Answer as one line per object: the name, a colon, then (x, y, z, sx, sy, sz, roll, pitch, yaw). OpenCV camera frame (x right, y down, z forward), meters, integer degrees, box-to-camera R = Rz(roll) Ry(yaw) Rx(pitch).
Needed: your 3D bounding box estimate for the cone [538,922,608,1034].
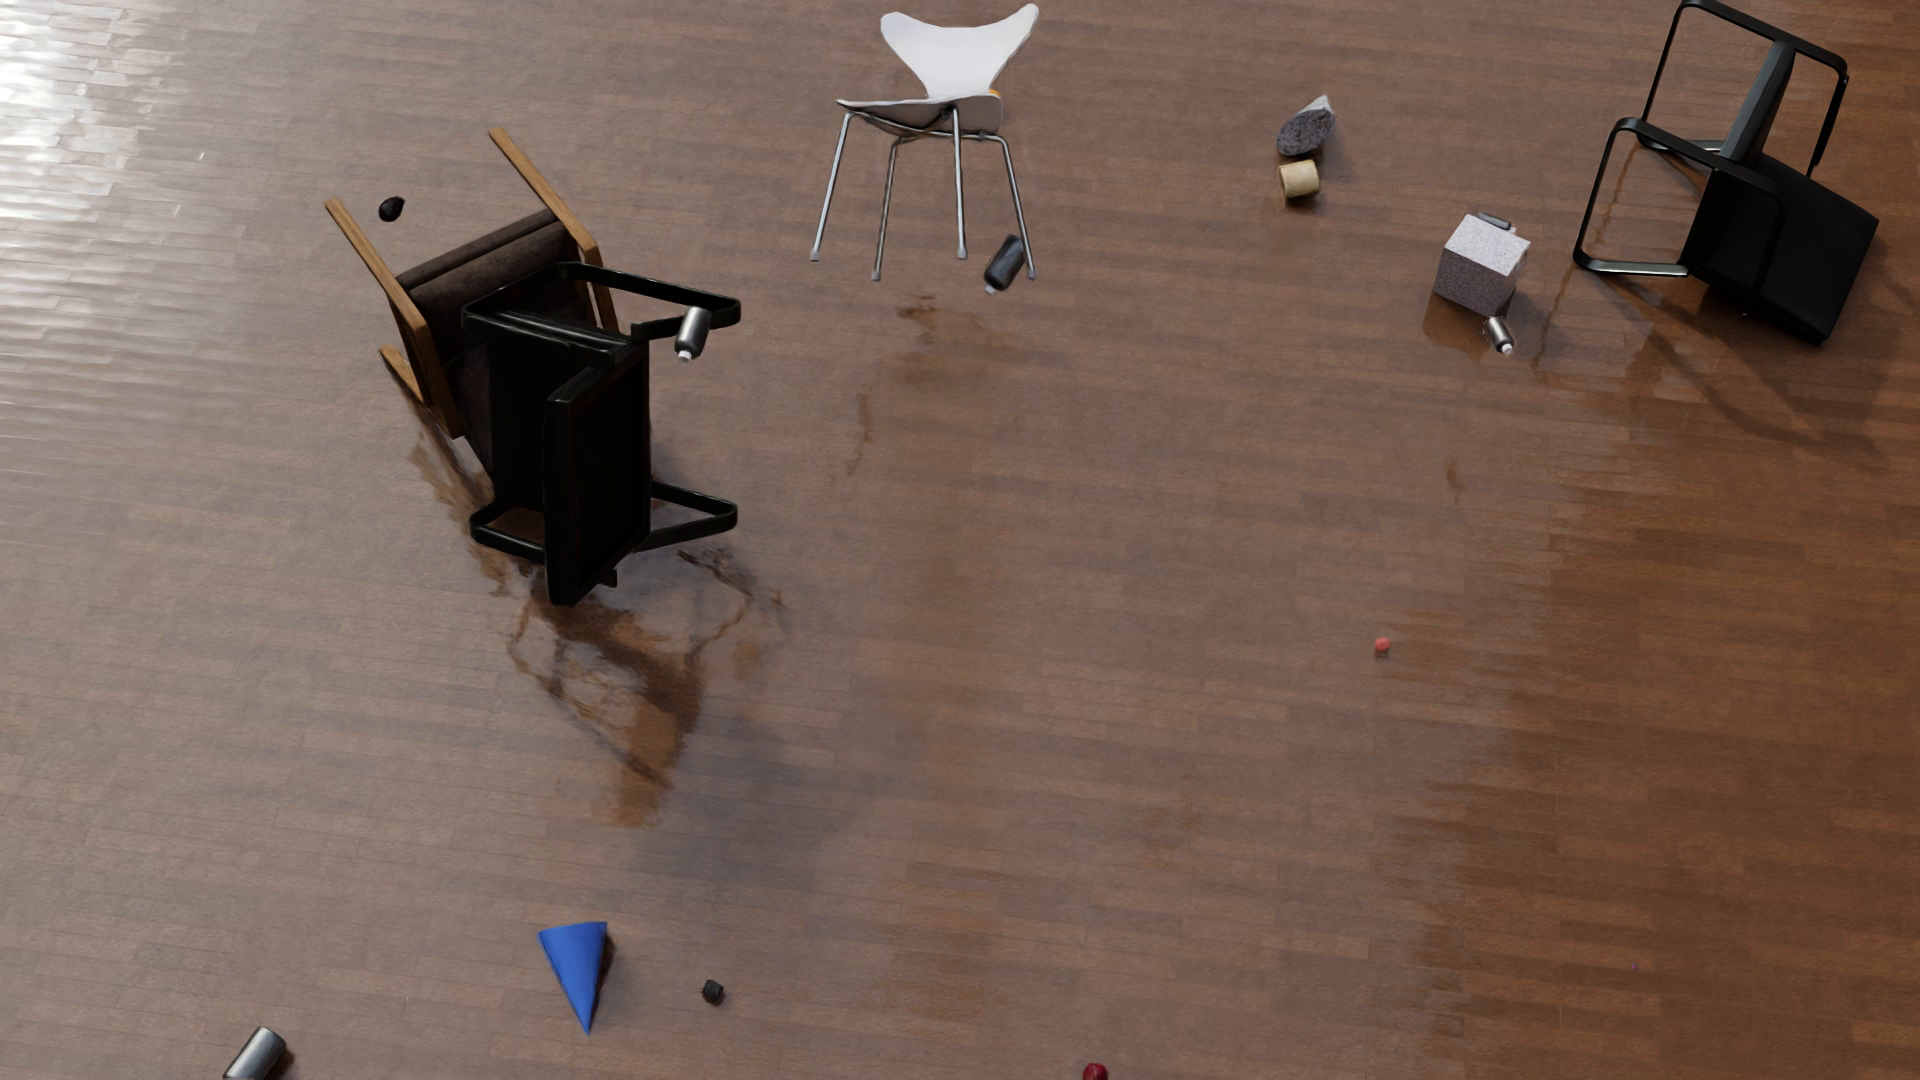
cone: (-0.992, 1.156, 5.745, 0.165, 0.198, 0.284, -21, 72, 32)

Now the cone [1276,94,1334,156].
cone: (1.210, -1.459, 7.498, 0.127, 0.233, 0.339, 49, 38, -14)

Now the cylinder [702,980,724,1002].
cylinder: (-0.647, 1.179, 5.757, 0.040, 0.043, 0.044, 23, 61, 15)

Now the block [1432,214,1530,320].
block: (1.665, -0.873, 7.031, 0.219, 0.213, 0.168, 29, 61, 18)
